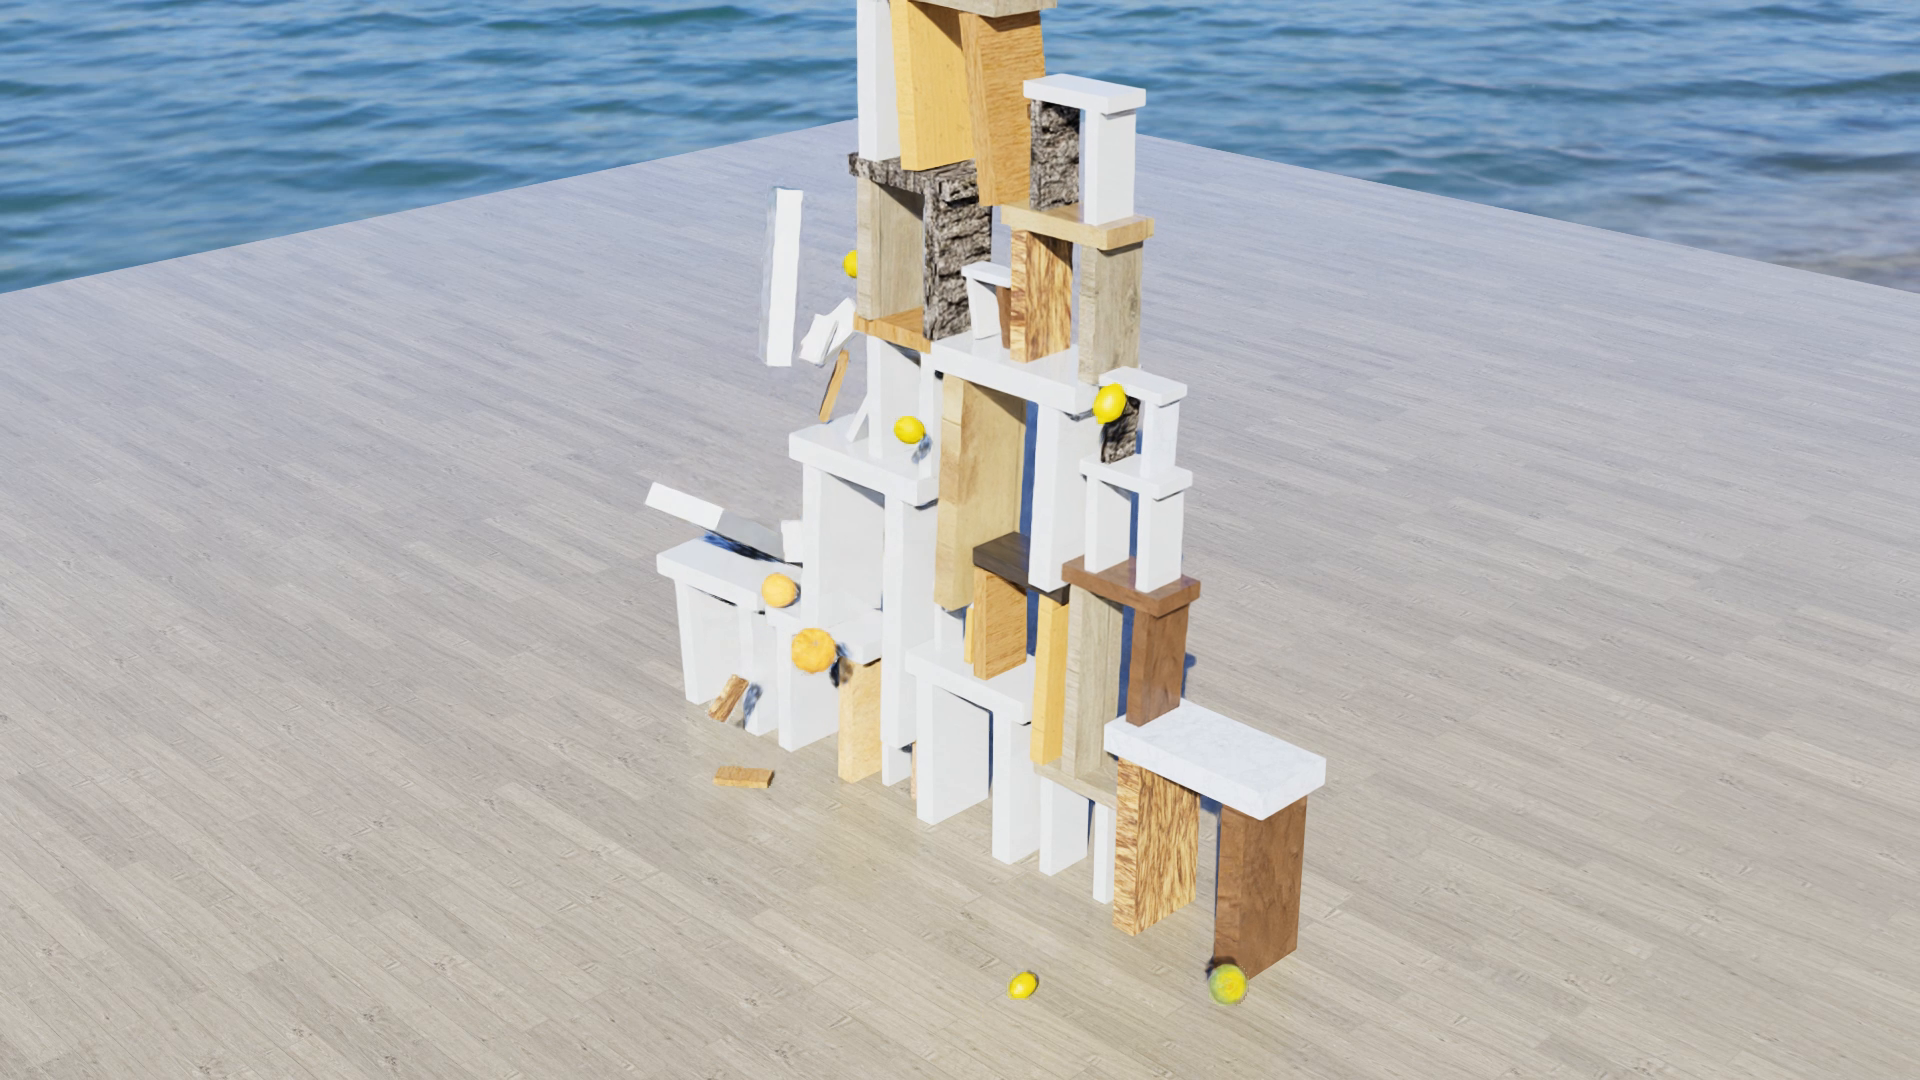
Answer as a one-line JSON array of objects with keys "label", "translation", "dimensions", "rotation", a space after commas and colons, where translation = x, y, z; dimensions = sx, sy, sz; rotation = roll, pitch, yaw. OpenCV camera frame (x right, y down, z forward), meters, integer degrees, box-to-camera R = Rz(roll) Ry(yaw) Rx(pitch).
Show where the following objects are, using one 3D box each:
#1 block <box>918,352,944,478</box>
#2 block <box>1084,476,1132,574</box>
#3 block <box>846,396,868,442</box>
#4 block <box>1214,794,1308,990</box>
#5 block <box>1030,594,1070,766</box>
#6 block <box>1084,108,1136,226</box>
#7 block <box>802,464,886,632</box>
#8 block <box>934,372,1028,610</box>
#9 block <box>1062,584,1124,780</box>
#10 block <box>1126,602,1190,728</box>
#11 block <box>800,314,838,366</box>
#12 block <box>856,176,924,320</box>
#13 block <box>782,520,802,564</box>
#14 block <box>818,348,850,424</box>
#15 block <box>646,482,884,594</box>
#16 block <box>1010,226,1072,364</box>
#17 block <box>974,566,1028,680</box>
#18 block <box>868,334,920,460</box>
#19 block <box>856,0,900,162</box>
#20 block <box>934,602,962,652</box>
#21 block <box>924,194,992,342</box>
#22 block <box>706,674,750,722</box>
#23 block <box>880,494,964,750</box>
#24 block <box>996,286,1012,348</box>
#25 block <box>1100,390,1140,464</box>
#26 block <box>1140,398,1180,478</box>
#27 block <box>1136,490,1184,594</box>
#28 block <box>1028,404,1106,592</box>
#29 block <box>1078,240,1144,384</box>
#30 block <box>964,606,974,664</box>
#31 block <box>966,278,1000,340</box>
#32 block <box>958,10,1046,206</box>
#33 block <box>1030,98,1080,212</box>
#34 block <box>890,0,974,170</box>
[{"label": "block", "translation": [-0.021, -0.250, 4.154], "dimensions": [0.034, 0.243, 0.122], "rotation": [23, 31, 40]}, {"label": "block", "translation": [0.264, -0.040, 3.911], "dimensions": [0.090, 0.181, 0.026], "rotation": [-22, 32, -40]}, {"label": "block", "translation": [-0.170, -0.250, 4.297], "dimensions": [0.068, 0.136, 0.019], "rotation": [-22, 63, -42]}, {"label": "block", "translation": [0.532, 0.599, 3.893], "dimensions": [0.050, 0.356, 0.178], "rotation": [21, 31, 41]}, {"label": "block", "translation": [0.190, 0.247, 4.118], "dimensions": [0.032, 0.351, 0.113], "rotation": [25, 33, 39]}, {"label": "block", "translation": [0.251, -0.629, 3.679], "dimensions": [0.095, 0.189, 0.027], "rotation": [-21, 30, -40]}, {"label": "block", "translation": [-0.236, -0.006, 4.469], "dimensions": [0.178, 0.356, 0.050], "rotation": [-21, 34, -41]}, {"label": "block", "translation": [0.040, -0.109, 4.127], "dimensions": [0.050, 0.468, 0.175], "rotation": [25, 33, 38]}, {"label": "block", "translation": [0.246, 0.247, 4.059], "dimensions": [0.114, 0.396, 0.032], "rotation": [-21, 33, -40]}, {"label": "block", "translation": [0.353, 0.211, 3.926], "dimensions": [0.032, 0.228, 0.114], "rotation": [25, 34, 38]}, {"label": "block", "translation": [-0.278, -0.396, 4.337], "dimensions": [0.046, 0.093, 0.013], "rotation": [21, -1, 28]}, {"label": "block", "translation": [-0.130, -0.559, 4.134], "dimensions": [0.134, 0.268, 0.038], "rotation": [-20, 31, -39]}, {"label": "block", "translation": [-0.351, 0.003, 4.656], "dimensions": [0.046, 0.093, 0.013], "rotation": [-5, 25, -4]}, {"label": "block", "translation": [-0.251, -0.307, 4.387], "dimensions": [0.019, 0.136, 0.068], "rotation": [17, 37, -8]}, {"label": "block", "translation": [-0.400, 0.018, 4.844], "dimensions": [0.171, 0.048, 0.925], "rotation": [20, -3, 22]}, {"label": "block", "translation": [0.144, -0.444, 3.880], "dimensions": [0.034, 0.242, 0.121], "rotation": [21, 31, 40]}, {"label": "block", "translation": [0.077, 0.145, 4.199], "dimensions": [0.032, 0.226, 0.113], "rotation": [21, 31, 41]}, {"label": "block", "translation": [-0.121, -0.288, 4.239], "dimensions": [0.034, 0.243, 0.121], "rotation": [20, 30, 40]}, {"label": "block", "translation": [-0.106, -0.873, 3.997], "dimensions": [0.171, 0.341, 0.048], "rotation": [-21, 31, -40]}, {"label": "block", "translation": [-0.022, 0.151, 4.316], "dimensions": [0.017, 0.122, 0.061], "rotation": [21, 31, 41]}, {"label": "block", "translation": [-0.004, -0.507, 4.017], "dimensions": [0.134, 0.268, 0.038], "rotation": [-21, 32, -40]}, {"label": "block", "translation": [-0.479, 0.326, 4.546], "dimensions": [0.014, 0.101, 0.050], "rotation": [33, 1, 32]}, {"label": "block", "translation": [-0.072, 0.141, 4.363], "dimensions": [0.050, 0.539, 0.178], "rotation": [23, 32, 39]}, {"label": "block", "translation": [0.096, -0.406, 3.955], "dimensions": [0.056, 0.112, 0.016], "rotation": [-21, 21, -41]}, {"label": "block", "translation": [0.280, -0.205, 3.826], "dimensions": [0.069, 0.138, 0.020], "rotation": [-22, 38, -40]}, {"label": "block", "translation": [0.343, -0.181, 3.767], "dimensions": [0.069, 0.138, 0.020], "rotation": [-22, 35, -40]}, {"label": "block", "translation": [0.349, -0.007, 3.832], "dimensions": [0.090, 0.181, 0.026], "rotation": [-22, 32, -40]}, {"label": "block", "translation": [0.210, -0.096, 3.949], "dimensions": [0.050, 0.350, 0.175], "rotation": [25, 33, 39]}, {"label": "block", "translation": [0.259, -0.399, 3.776], "dimensions": [0.034, 0.242, 0.121], "rotation": [22, 31, 40]}, {"label": "block", "translation": [0.038, 0.175, 4.260], "dimensions": [0.017, 0.122, 0.061], "rotation": [25, 34, 39]}, {"label": "block", "translation": [0.043, -0.427, 4.004], "dimensions": [0.056, 0.112, 0.016], "rotation": [-20, 21, -39]}, {"label": "block", "translation": [0.085, -0.755, 3.811], "dimensions": [0.152, 0.325, 0.043], "rotation": [-21, 22, -40]}, {"label": "block", "translation": [0.162, -0.665, 3.761], "dimensions": [0.095, 0.189, 0.027], "rotation": [-21, 30, -40]}, {"label": "block", "translation": [-0.045, -0.825, 3.932], "dimensions": [0.043, 0.303, 0.152], "rotation": [15, 27, 43]}]
